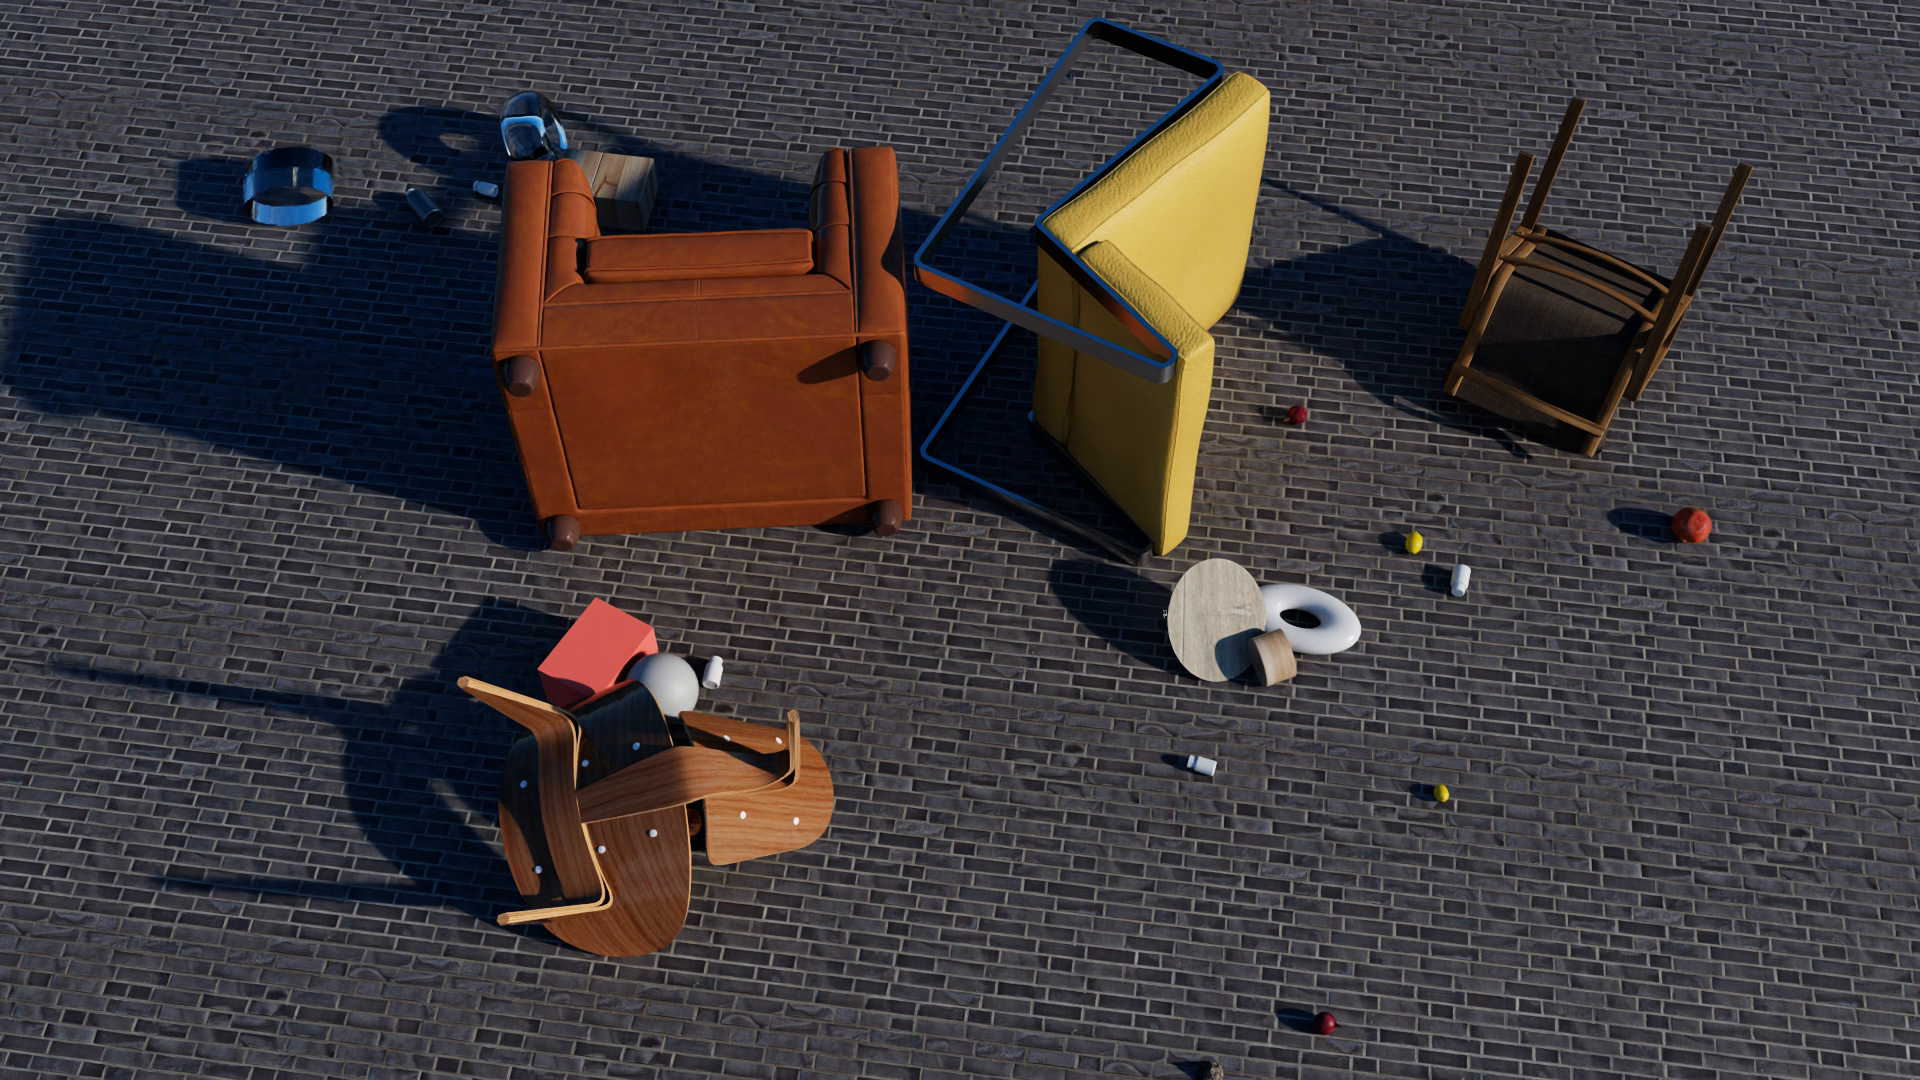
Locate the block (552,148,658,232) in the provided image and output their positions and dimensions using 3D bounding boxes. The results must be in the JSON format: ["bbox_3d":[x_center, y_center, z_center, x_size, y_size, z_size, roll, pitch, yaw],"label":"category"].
[{"bbox_3d":[-1.171,-1.157,7.265,0.298,0.141,0.195,7,56,5],"label":"block"}]

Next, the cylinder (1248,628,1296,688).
[{"bbox_3d":[0.891,0.336,6.279,0.094,0.092,0.147,-19,96,-12],"label":"cylinder"}]

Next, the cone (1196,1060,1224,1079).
[{"bbox_3d":[0.642,1.359,5.631,0.067,0.050,0.076,26,60,17],"label":"cone"}]

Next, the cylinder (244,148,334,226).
[{"bbox_3d":[-2.209,-1.164,7.244,0.286,0.185,0.173,-8,56,-2],"label":"cylinder"}]

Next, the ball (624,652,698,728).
[{"bbox_3d":[-0.838,0.420,6.165,0.210,0.210,0.210,0,56,0],"label":"ball"}]

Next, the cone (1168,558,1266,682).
[{"bbox_3d":[0.724,0.230,6.359,0.297,0.121,0.353,2,89,-12],"label":"cone"}]

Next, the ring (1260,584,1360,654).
[{"bbox_3d":[0.986,0.228,6.379,0.358,0.072,0.218,14,57,10],"label":"ring"}]

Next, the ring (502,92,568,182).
[{"bbox_3d":[-1.417,-1.345,7.323,0.145,0.280,0.314,-16,73,11],"label":"ring"}]

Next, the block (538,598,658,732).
[{"bbox_3d":[-1.020,0.352,6.232,0.199,0.176,0.276,26,60,16],"label":"block"}]
